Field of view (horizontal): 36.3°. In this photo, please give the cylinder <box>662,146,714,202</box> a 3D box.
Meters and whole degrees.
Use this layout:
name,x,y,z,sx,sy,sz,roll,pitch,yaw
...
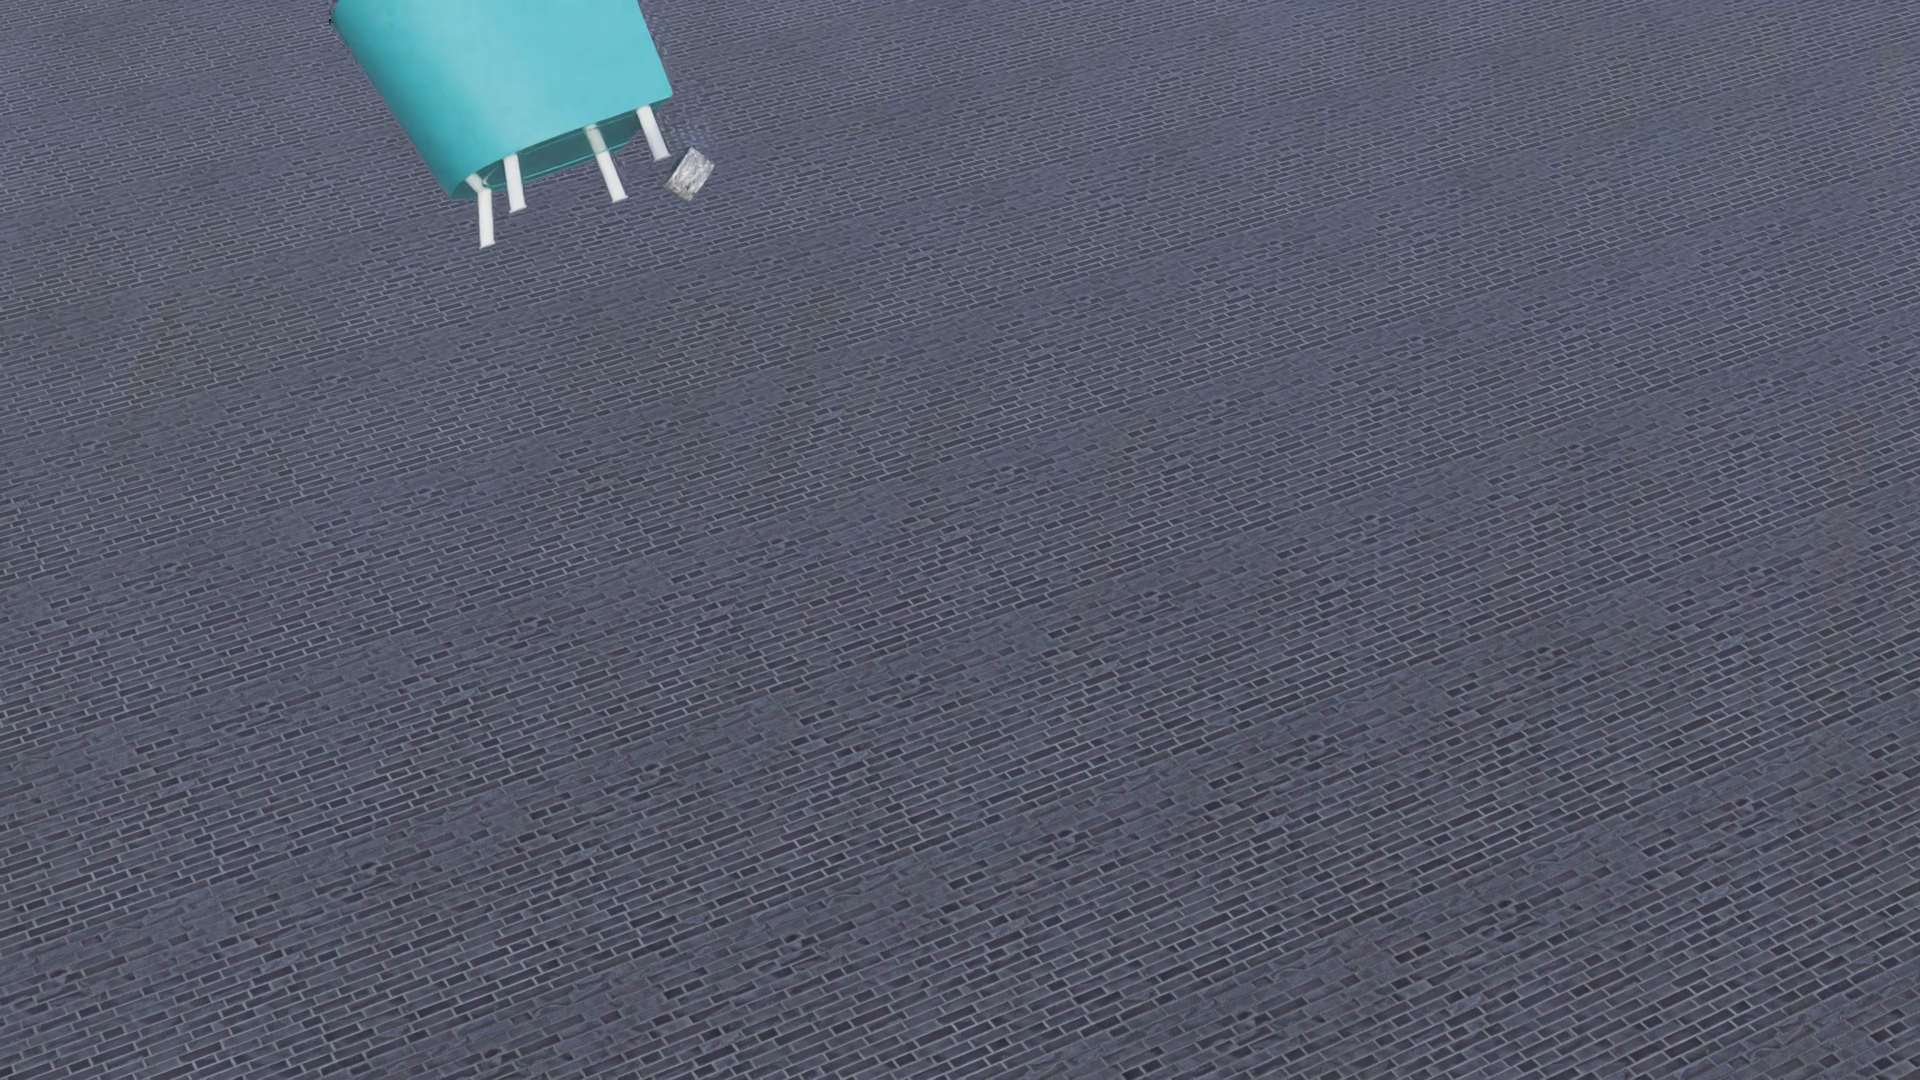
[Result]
name,x,y,z,sx,sy,sz,roll,pitch,yaw
cylinder,-0.676,-0.911,7.298,0.074,0.122,0.126,34,-2,-14
